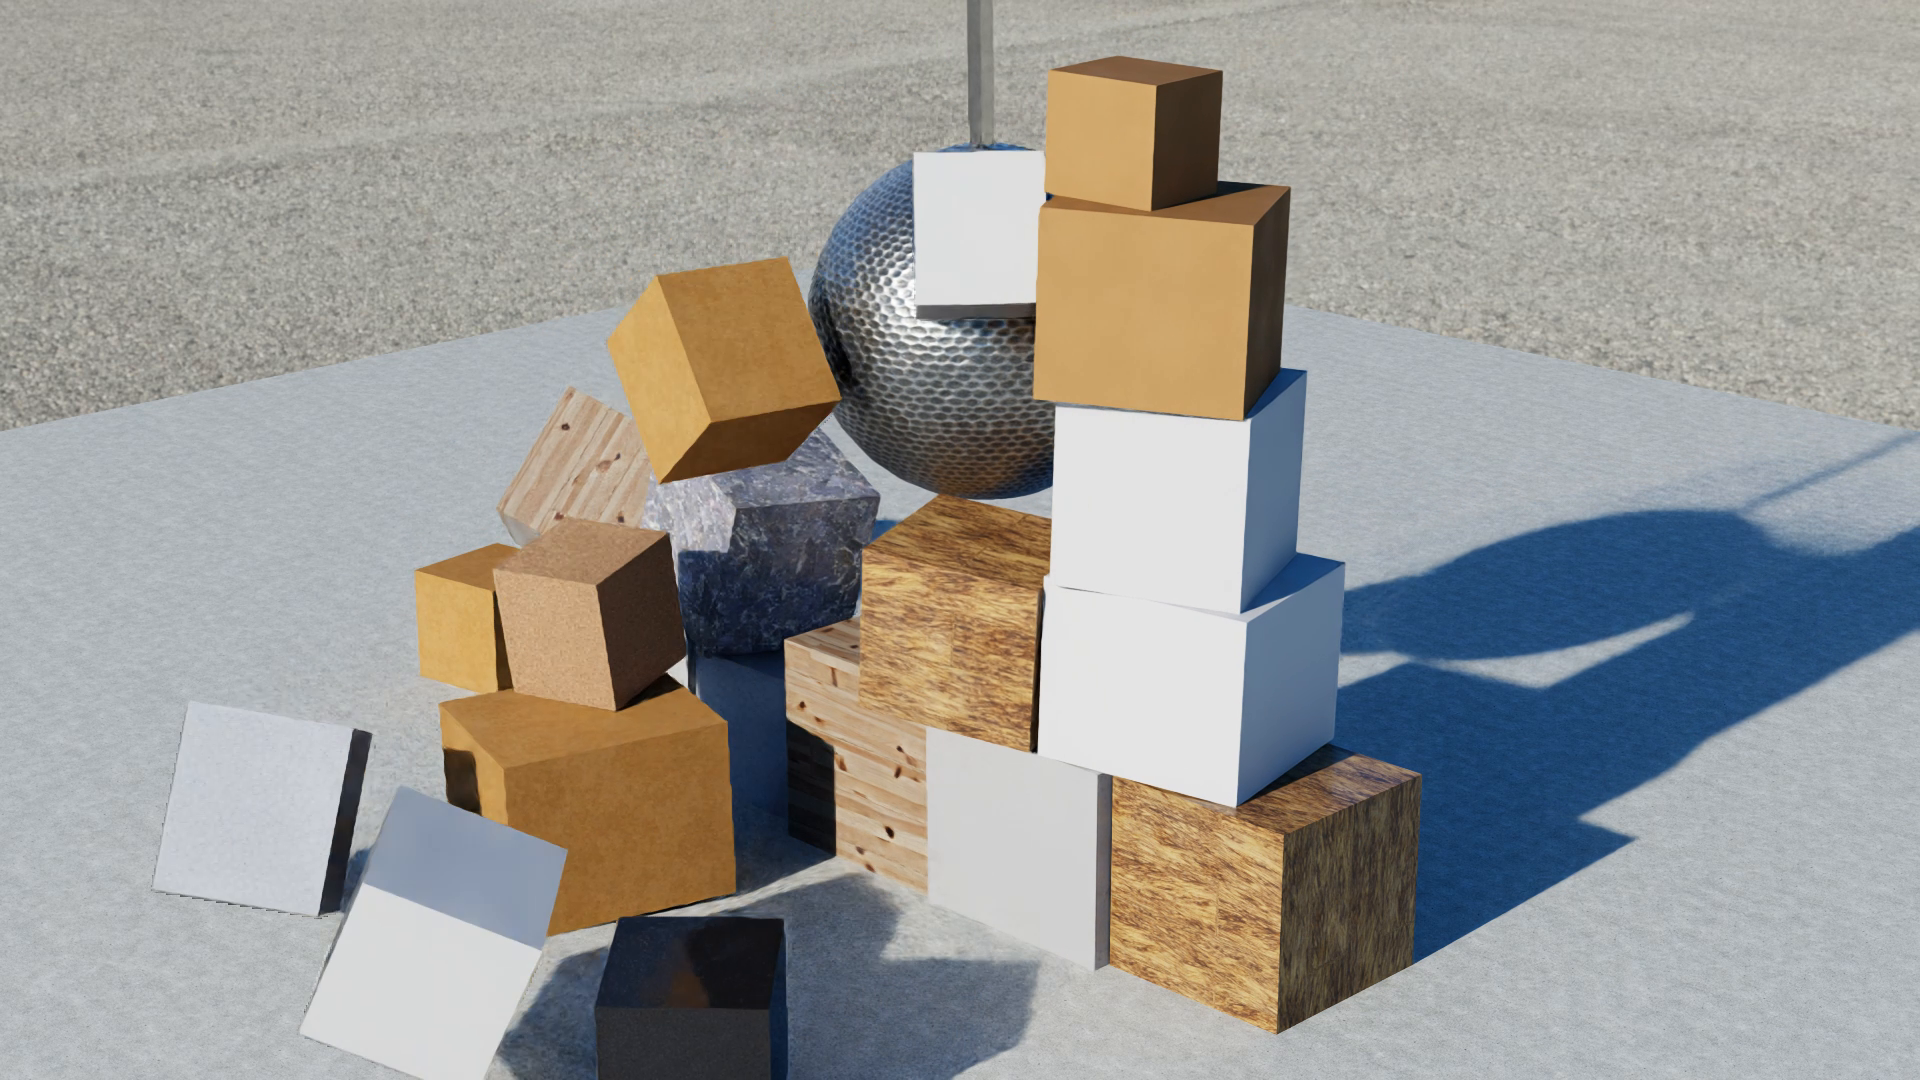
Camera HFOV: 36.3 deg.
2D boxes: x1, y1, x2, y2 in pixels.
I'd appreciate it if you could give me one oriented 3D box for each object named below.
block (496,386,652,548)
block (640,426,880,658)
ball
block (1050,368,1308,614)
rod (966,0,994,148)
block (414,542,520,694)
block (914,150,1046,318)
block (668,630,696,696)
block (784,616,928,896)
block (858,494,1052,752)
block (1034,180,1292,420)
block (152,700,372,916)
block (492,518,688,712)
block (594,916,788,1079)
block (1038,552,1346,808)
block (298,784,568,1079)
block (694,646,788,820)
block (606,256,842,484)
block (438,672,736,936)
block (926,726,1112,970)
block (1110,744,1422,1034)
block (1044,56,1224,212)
[{"bbox_3d":[-1.988,-0.228,16.330,0.790,0.791,0.856,28,-12,5],"label":"block"},{"bbox_3d":[-0.996,-0.049,14.252,0.771,0.835,0.857,-6,35,-31],"label":"block"},{"bbox_3d":[0.112,-0.977,13.152,1.600,1.600,1.600,0,17,0],"label":"ball"},{"bbox_3d":[0.909,-0.261,12.143,0.815,0.815,0.808,9,20,21],"label":"block"},{"bbox_3d":[0.049,-4.201,12.073,0.080,5.200,0.080,17,25,42],"label":"rod"},{"bbox_3d":[-2.519,0.432,15.962,0.597,0.605,0.616,13,21,35],"label":"block"},{"bbox_3d":[0.077,-1.250,12.074,0.529,0.615,0.565,-1,-1,-1],"label":"block"},{"bbox_3d":[-1.320,0.613,14.931,0.846,0.878,0.829,-17,24,-42],"label":"block"},{"bbox_3d":[-0.132,0.933,13.723,0.953,0.987,0.971,-16,24,-41],"label":"block"},{"bbox_3d":[0.104,0.347,12.742,0.825,0.753,0.724,13,26,24],"label":"block"},{"bbox_3d":[0.821,-1.003,11.839,0.853,0.780,0.779,7,19,15],"label":"block"},{"bbox_3d":[-2.997,1.160,12.666,0.689,0.796,0.788,10,-6,-5],"label":"block"},{"bbox_3d":[-1.674,0.329,13.318,0.568,0.626,0.576,8,28,28],"label":"block"},{"bbox_3d":[-1.006,1.892,11.138,0.640,0.664,0.684,0,22,1],"label":"block"},{"bbox_3d":[0.982,0.503,12.414,0.944,0.804,0.911,13,22,30],"label":"block"},{"bbox_3d":[-2.012,1.535,11.266,0.704,0.725,0.726,23,23,-9],"label":"block"},{"bbox_3d":[-0.750,0.870,14.388,0.746,0.713,0.790,-17,24,-42],"label":"block"},{"bbox_3d":[-1.024,-0.732,12.653,0.639,0.695,0.617,-12,-18,-32],"label":"block"},{"bbox_3d":[-1.681,1.160,13.229,1.036,0.823,0.895,-11,20,-25],"label":"block"},{"bbox_3d":[0.592,1.187,13.069,1.066,0.898,1.026,-16,24,-42],"label":"block"},{"bbox_3d":[1.289,1.401,12.422,0.917,0.879,0.916,-17,24,-42],"label":"block"},{"bbox_3d":[0.692,-1.627,11.691,0.511,0.492,0.482,15,23,34],"label":"block"}]
